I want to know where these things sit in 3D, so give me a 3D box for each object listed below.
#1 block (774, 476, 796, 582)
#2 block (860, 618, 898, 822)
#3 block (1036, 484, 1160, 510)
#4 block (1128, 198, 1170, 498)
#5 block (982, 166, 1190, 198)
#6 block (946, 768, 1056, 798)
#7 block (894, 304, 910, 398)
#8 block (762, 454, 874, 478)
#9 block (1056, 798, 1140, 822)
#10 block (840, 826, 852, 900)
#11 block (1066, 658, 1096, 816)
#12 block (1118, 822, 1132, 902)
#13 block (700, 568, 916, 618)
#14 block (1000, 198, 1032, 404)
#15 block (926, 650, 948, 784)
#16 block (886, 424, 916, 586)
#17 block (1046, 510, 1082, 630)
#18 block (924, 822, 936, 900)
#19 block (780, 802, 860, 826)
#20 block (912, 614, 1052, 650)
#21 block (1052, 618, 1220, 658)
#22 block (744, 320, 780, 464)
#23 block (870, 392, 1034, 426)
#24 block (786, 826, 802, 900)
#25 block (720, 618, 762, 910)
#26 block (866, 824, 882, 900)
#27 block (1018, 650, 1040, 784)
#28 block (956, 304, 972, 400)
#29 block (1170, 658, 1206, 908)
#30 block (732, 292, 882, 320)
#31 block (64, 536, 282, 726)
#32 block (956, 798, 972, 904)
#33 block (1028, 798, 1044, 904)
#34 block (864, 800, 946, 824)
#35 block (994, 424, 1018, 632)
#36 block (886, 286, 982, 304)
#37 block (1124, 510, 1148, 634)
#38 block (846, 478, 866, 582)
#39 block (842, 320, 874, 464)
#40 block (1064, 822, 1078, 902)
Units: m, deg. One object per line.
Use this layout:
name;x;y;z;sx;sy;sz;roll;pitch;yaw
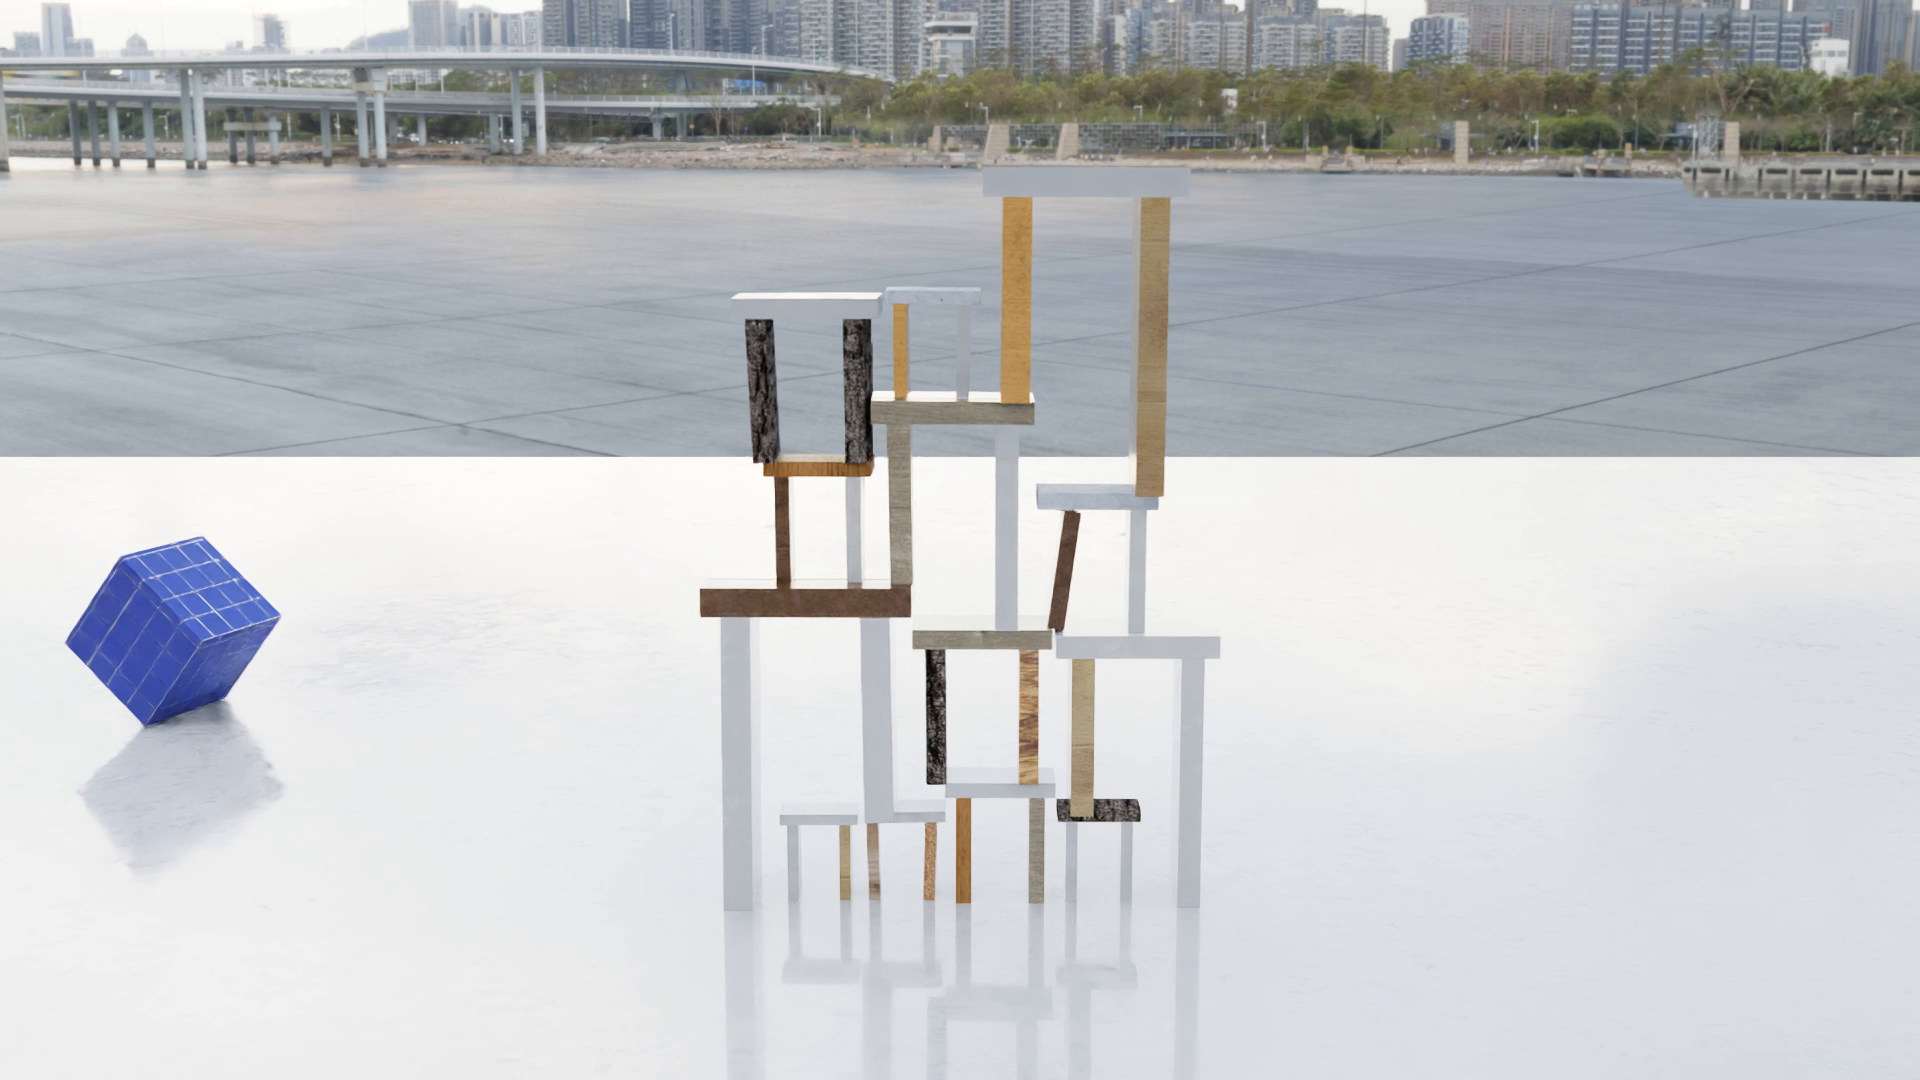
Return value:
block;-0.283;-0.024;3.556;0.024;0.172;0.086;0;11;1
block;-0.131;0.274;3.607;0.048;0.337;0.168;-1;11;1
block;0.221;-0.070;3.549;0.193;0.027;0.097;0;11;0
block;0.300;-0.312;3.499;0.045;0.467;0.159;0;11;0
block;0.195;-0.564;3.453;0.319;0.045;0.159;0;11;0
block;0.066;0.401;3.632;0.180;0.025;0.090;0;11;0
block;-0.093;-0.305;3.512;0.021;0.149;0.075;1;11;2
block;-0.226;-0.120;3.537;0.172;0.024;0.086;0;11;1
block;0.229;0.447;3.640;0.136;0.019;0.068;0;10;0
block;-0.190;0.526;3.659;0.018;0.129;0.064;0;11;0
block;0.198;0.308;3.615;0.037;0.264;0.132;0;10;0
block;0.274;0.524;3.654;0.019;0.136;0.068;0;11;0
block;-0.244;0.085;3.575;0.337;0.048;0.168;0;11;1
block;0.088;-0.385;3.486;0.045;0.319;0.159;0;11;0
block;-0.039;0.277;3.611;0.032;0.226;0.113;0;11;1
block;-0.095;-0.066;3.546;0.037;0.258;0.129;-1;11;0
block;0.167;0.040;3.570;0.027;0.193;0.097;8;10;-1
block;-0.050;0.524;3.657;0.019;0.134;0.067;2;11;-1
block;-0.233;0.454;3.645;0.129;0.018;0.064;0;11;0
block;0.036;0.150;3.587;0.226;0.032;0.113;0;11;0
block;0.286;0.160;3.588;0.264;0.037;0.132;0;11;0
block;-0.314;-0.243;3.511;0.032;0.228;0.114;-2;11;2
block;-0.012;-0.211;3.521;0.258;0.037;0.129;0;11;0
block;-0.275;0.526;3.659;0.018;0.129;0.064;0;11;0
block;-0.360;0.349;3.625;0.048;0.490;0.168;0;11;0
block;-0.143;0.524;3.658;0.019;0.134;0.067;-1;11;0
block;0.112;0.277;3.611;0.032;0.226;0.113;0;11;0
block;0.006;-0.303;3.506;0.021;0.149;0.075;1;11;0
block;0.374;0.385;3.628;0.037;0.419;0.132;0;11;0
block;-0.241;-0.371;3.485;0.228;0.032;0.114;0;11;2
block;-1.712;0.194;4.791;0.262;0.262;0.262;43;21;9
block;0.006;0.502;3.651;0.026;0.180;0.090;0;11;0
block;0.126;0.502;3.651;0.026;0.180;0.090;0;11;0
block;-0.090;0.449;3.638;0.134;0.019;0.067;-1;11;0
block;0.075;-0.029;3.555;0.037;0.332;0.129;0;11;0
block;-0.042;-0.388;3.495;0.149;0.021;0.075;1;11;1
block;0.285;0.042;3.570;0.027;0.201;0.097;0;11;0
block;-0.169;-0.023;3.554;0.024;0.172;0.086;0;11;1
block;-0.162;-0.243;3.508;0.032;0.228;0.114;0;11;4
block;0.184;0.524;3.654;0.019;0.136;0.068;0;11;0
